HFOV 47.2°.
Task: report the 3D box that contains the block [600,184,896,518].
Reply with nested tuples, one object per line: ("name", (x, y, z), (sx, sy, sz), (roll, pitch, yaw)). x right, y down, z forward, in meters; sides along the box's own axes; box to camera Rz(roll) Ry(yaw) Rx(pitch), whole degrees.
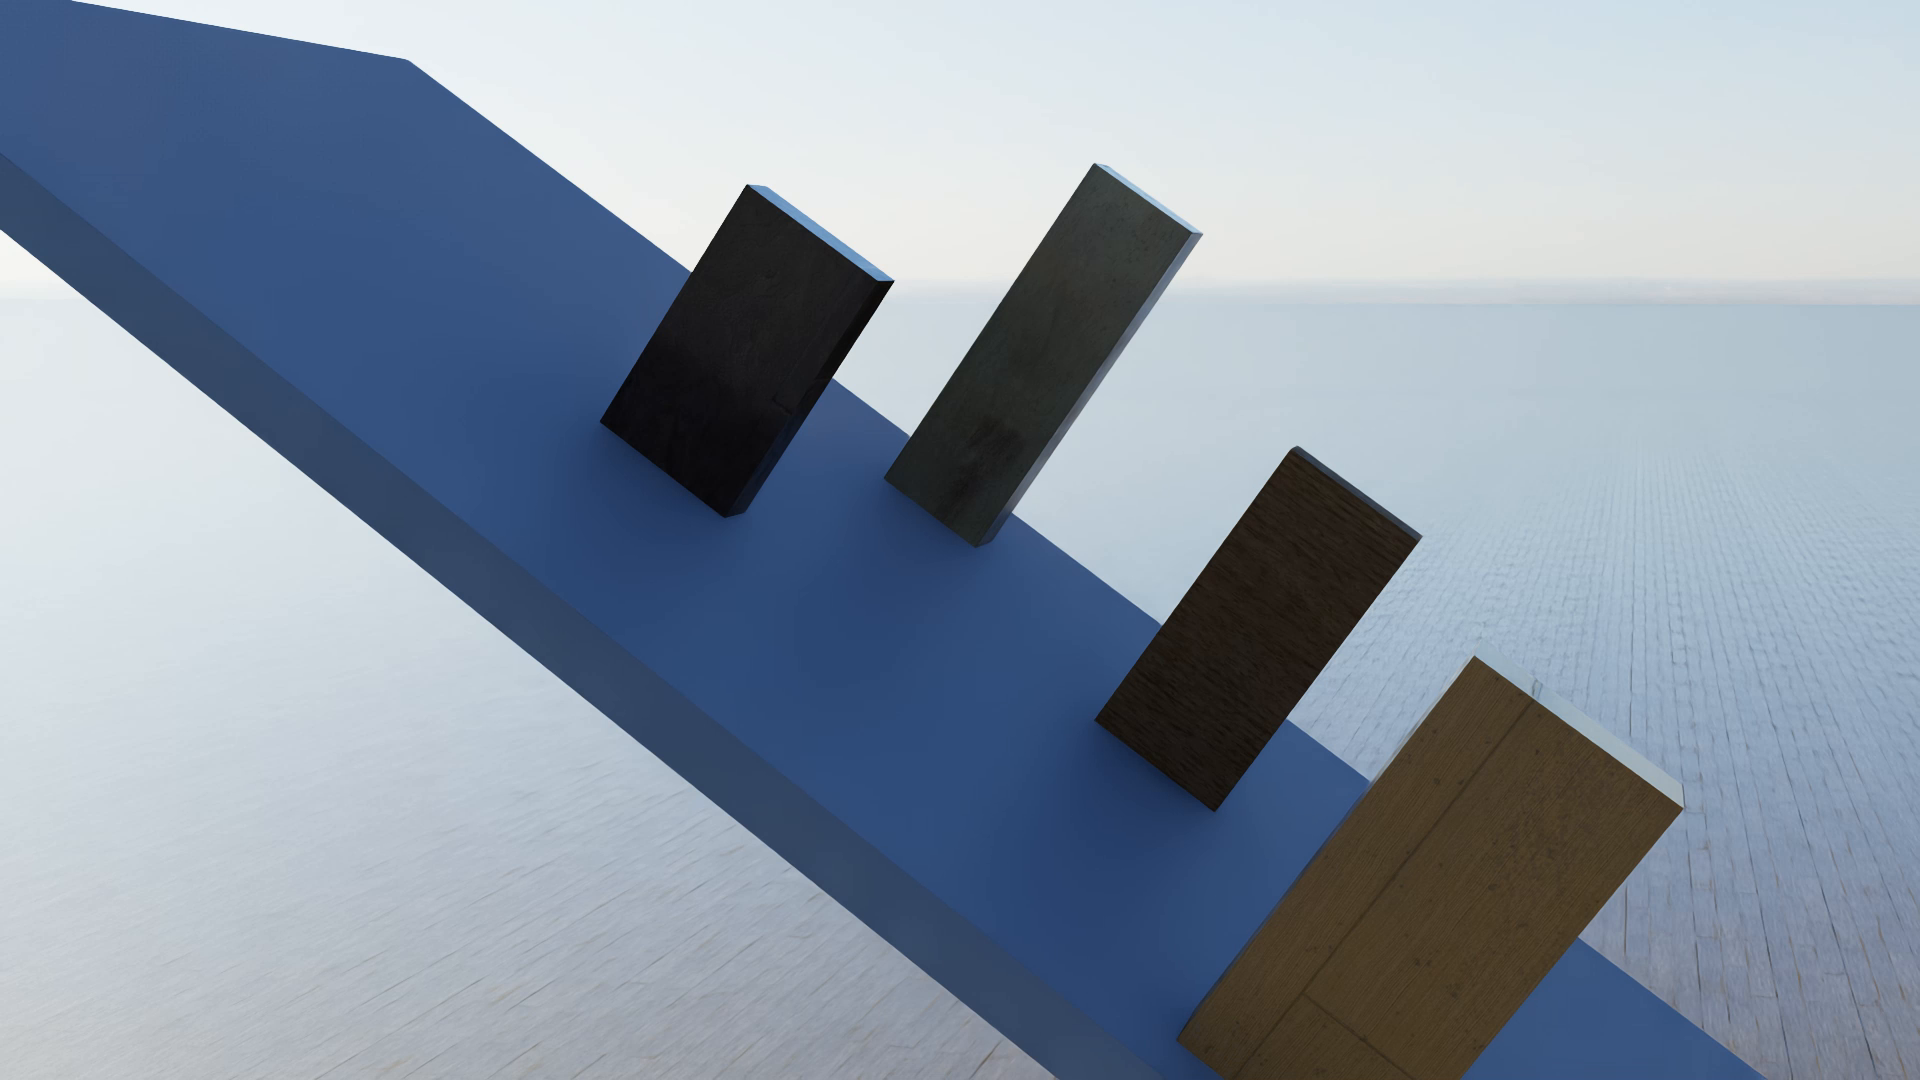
("block", (-0.377, -0.331, 3.870), (0.290, 0.505, 0.092), (37, 16, 10))

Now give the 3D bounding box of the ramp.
("ramp", (-0.096, 0.170, 4.085), (4.000, 0.100, 2.000), (37, 16, 10))

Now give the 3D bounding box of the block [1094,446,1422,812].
("block", (0.544, 0.165, 4.042), (0.280, 0.629, 0.084), (37, 16, 10))

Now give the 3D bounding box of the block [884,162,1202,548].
("block", (0.170, -0.381, 4.597), (0.249, 0.797, 0.121), (37, 16, 10))

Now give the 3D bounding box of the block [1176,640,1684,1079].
("block", (0.645, 0.520, 3.053), (0.331, 0.695, 0.140), (37, 16, 10))
